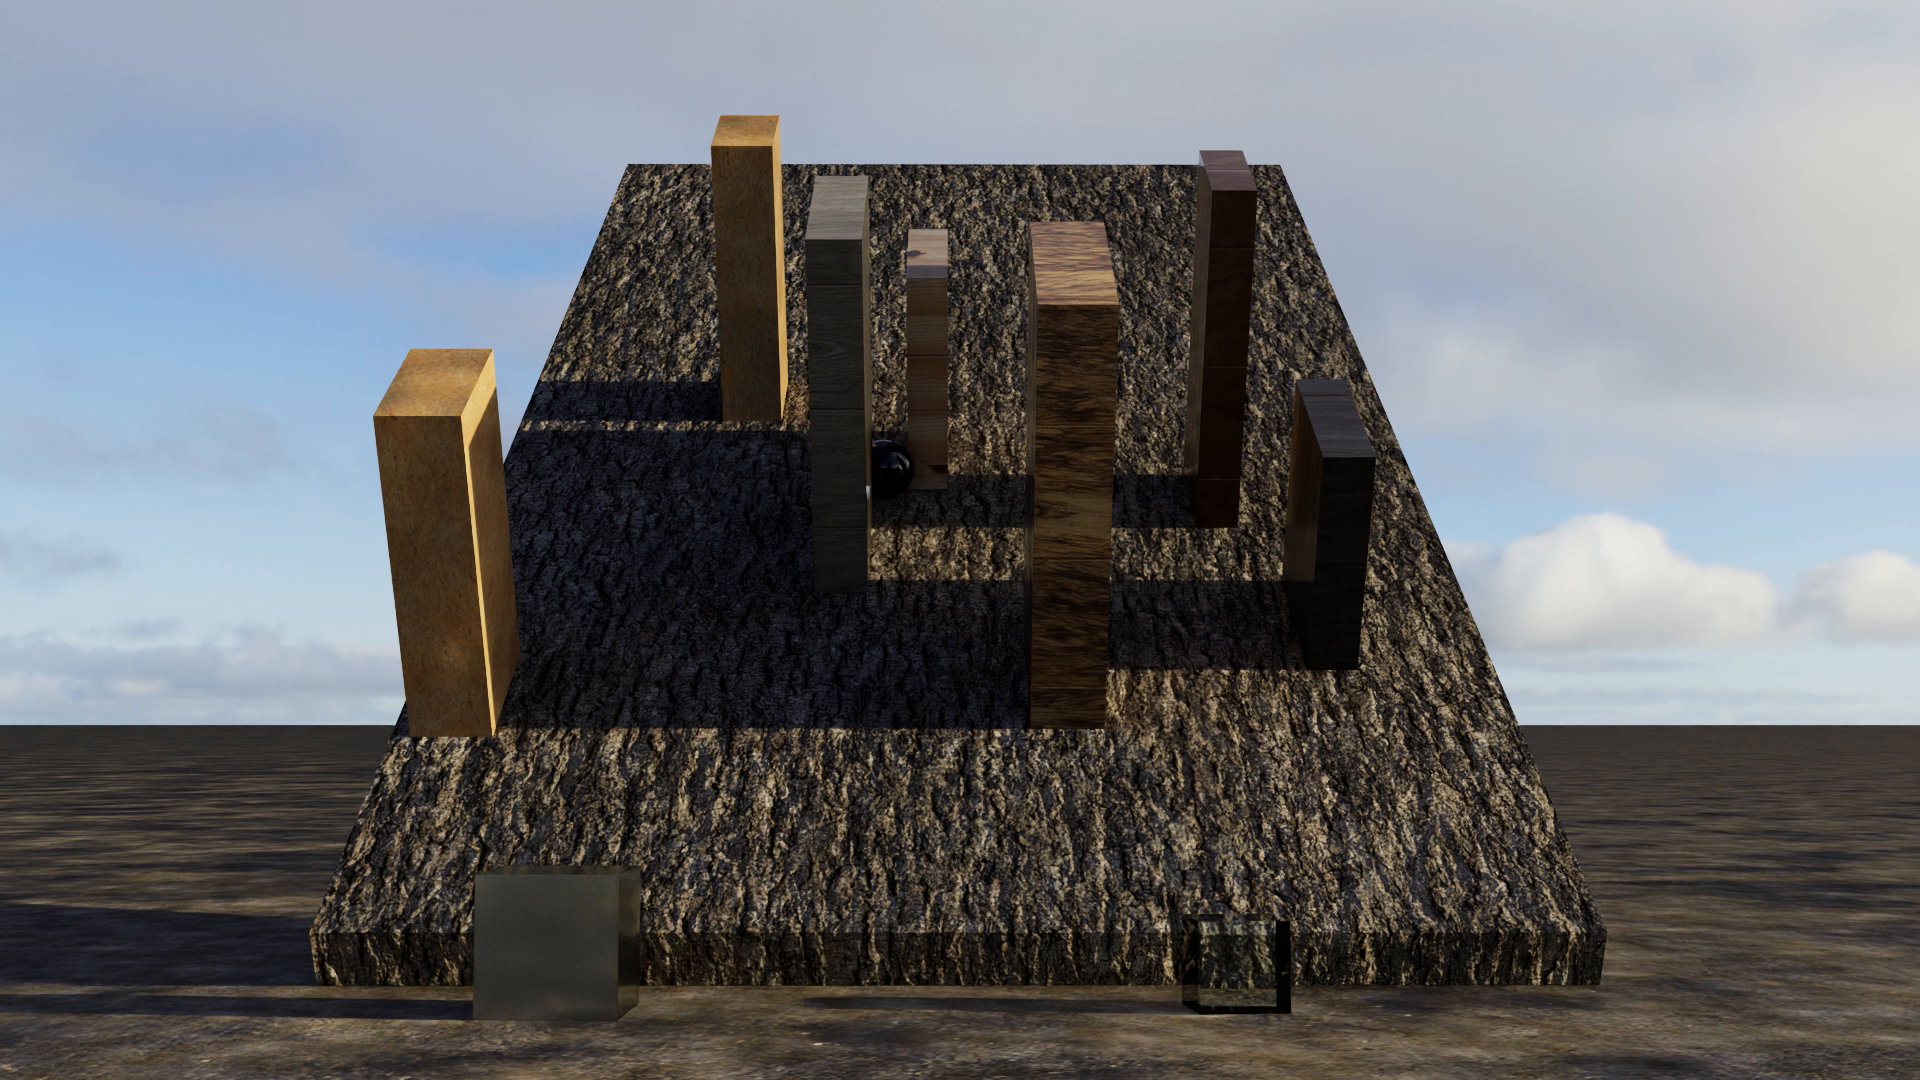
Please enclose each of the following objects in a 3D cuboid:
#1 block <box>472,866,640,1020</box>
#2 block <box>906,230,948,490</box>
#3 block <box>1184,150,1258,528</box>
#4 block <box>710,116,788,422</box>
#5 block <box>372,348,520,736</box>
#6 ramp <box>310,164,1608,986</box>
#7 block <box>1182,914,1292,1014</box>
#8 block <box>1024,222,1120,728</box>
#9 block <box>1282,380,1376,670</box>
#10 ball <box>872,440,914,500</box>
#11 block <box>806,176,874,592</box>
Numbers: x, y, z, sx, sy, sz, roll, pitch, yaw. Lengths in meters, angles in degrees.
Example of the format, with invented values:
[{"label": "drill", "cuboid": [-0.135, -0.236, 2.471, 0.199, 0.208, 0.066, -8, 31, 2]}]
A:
[{"label": "block", "cuboid": [-0.570, 0.570, 3.356, 0.200, 0.200, 0.200, 0, -4, 1]}, {"label": "block", "cuboid": [-0.070, -0.396, 5.129, 0.085, 0.482, 0.315, 0, 26, 0]}, {"label": "block", "cuboid": [0.536, -0.413, 4.884, 0.089, 0.732, 0.269, 0, 26, 0]}, {"label": "block", "cuboid": [-0.477, -0.619, 5.390, 0.134, 0.652, 0.241, 0, 26, 0]}, {"label": "block", "cuboid": [-0.896, 0.005, 4.155, 0.145, 0.614, 0.303, 0, 26, 0]}, {"label": "ramp", "cuboid": [-0.010, -0.229, 5.450, 2.000, 0.100, 4.000, 0, 26, 0]}, {"label": "block", "cuboid": [0.396, 0.608, 3.386, 0.130, 0.130, 0.130, 0, -4, -6]}, {"label": "block", "cuboid": [0.191, -0.117, 4.198, 0.132, 0.800, 0.423, 0, 26, 0]}, {"label": "block", "cuboid": [0.691, -0.033, 4.447, 0.094, 0.433, 0.366, 0, 26, 0]}, {"label": "ball", "cuboid": [-0.163, -0.151, 5.030, 0.128, 0.128, 0.128, 0, -4, 0]}, {"label": "block", "cuboid": [-0.234, -0.310, 4.669, 0.105, 0.731, 0.388, 0, 26, 0]}]
